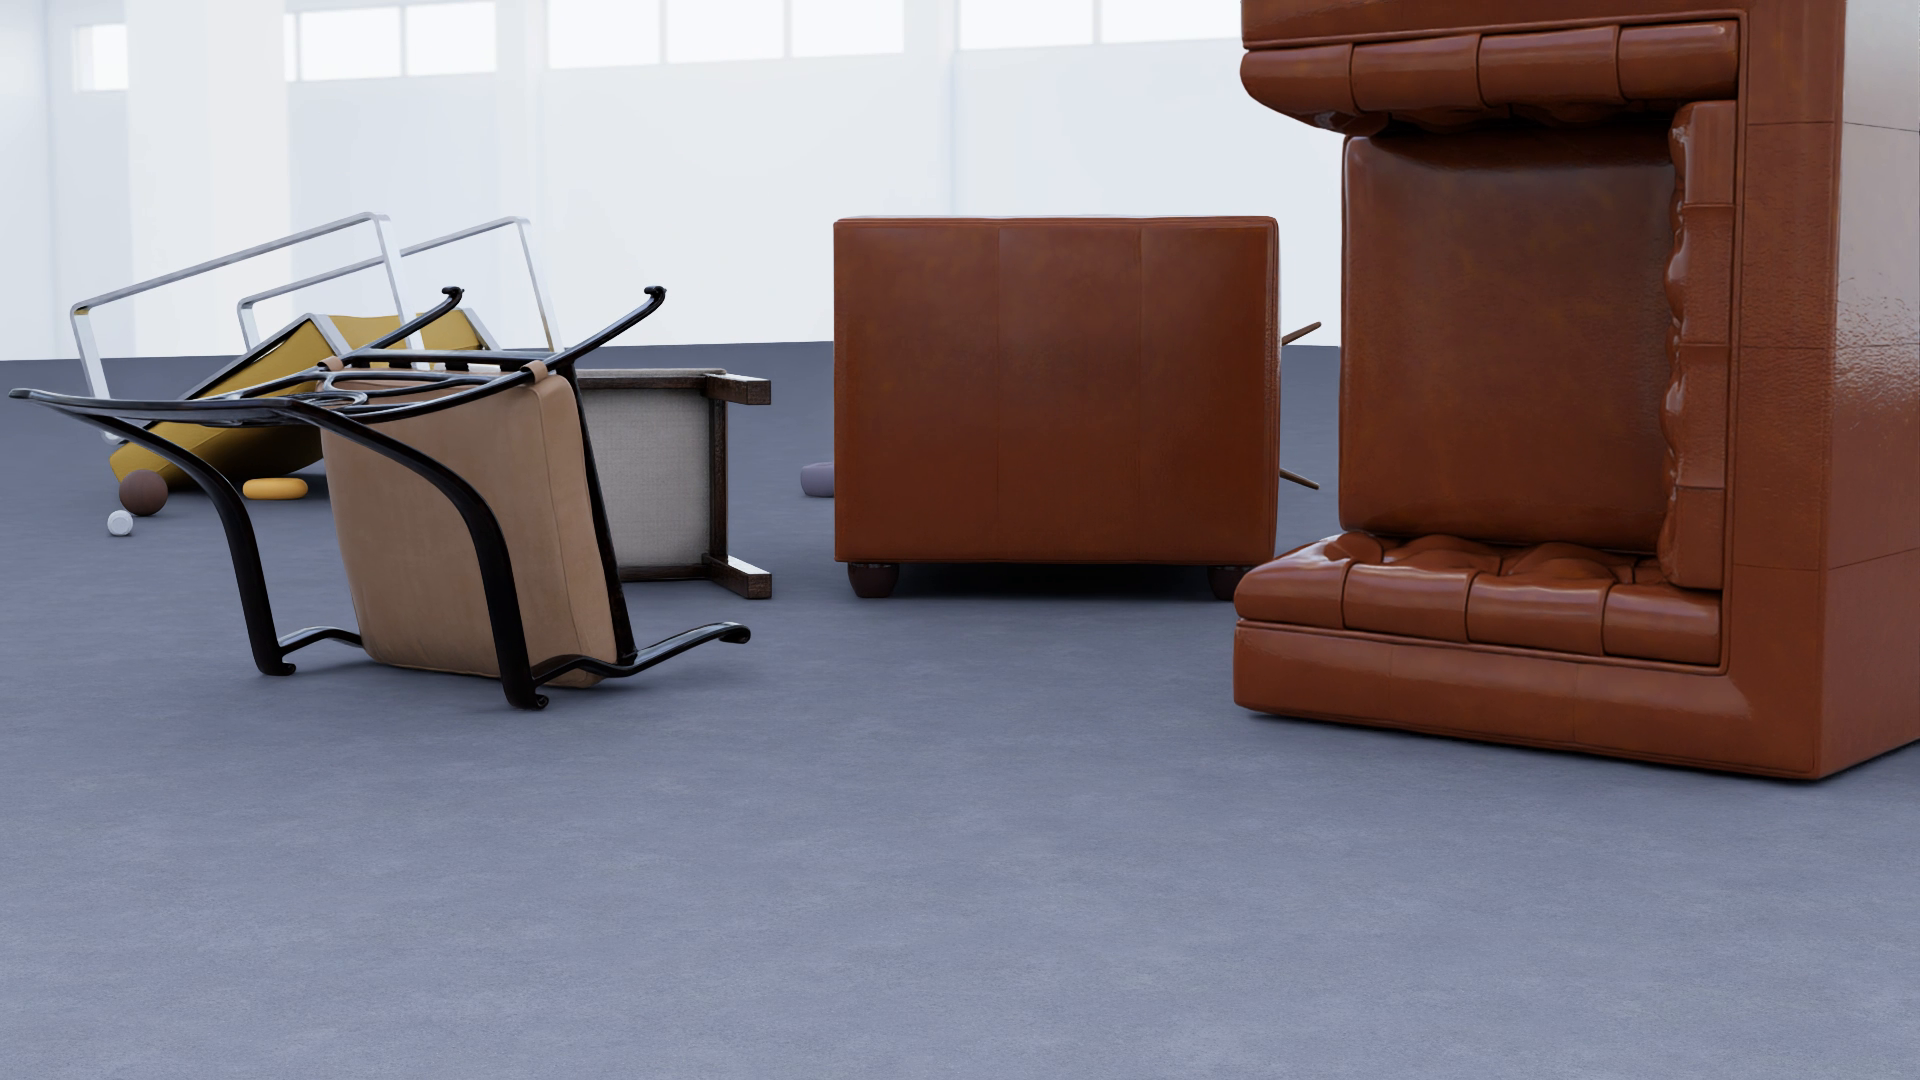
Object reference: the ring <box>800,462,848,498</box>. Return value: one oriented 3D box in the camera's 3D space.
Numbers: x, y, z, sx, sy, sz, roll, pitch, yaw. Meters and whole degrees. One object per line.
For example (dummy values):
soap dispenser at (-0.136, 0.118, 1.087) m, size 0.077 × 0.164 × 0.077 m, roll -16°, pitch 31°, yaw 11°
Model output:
ring at (-0.408, -0.181, 7.701) m, size 0.115 × 0.095 × 0.223 m, roll -12°, pitch 8°, yaw -29°

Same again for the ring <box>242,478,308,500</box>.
ring at (-2.026, -0.151, 7.591) m, size 0.192 × 0.060 × 0.147 m, roll 0°, pitch 5°, yaw 5°

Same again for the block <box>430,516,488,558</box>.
block at (-1.190, -0.009, 6.093) m, size 0.111 × 0.084 × 0.135 m, roll -2°, pitch 6°, yaw -21°

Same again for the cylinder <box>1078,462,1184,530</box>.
cylinder at (0.452, -0.119, 6.795) m, size 0.294 × 0.159 × 0.244 m, roll -3°, pitch 6°, yaw -23°

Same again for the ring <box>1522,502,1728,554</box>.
ring at (1.598, -0.030, 6.175) m, size 0.483 × 0.108 × 0.452 m, roll 1°, pitch 4°, yaw 29°

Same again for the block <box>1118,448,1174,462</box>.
block at (0.514, -0.159, 7.114) m, size 0.150 × 0.173 × 0.224 m, roll 0°, pitch 6°, yaw 2°

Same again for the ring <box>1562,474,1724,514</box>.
ring at (1.795, -0.101, 6.751) m, size 0.426 × 0.136 × 0.300 m, roll 0°, pitch 5°, yaw -2°
